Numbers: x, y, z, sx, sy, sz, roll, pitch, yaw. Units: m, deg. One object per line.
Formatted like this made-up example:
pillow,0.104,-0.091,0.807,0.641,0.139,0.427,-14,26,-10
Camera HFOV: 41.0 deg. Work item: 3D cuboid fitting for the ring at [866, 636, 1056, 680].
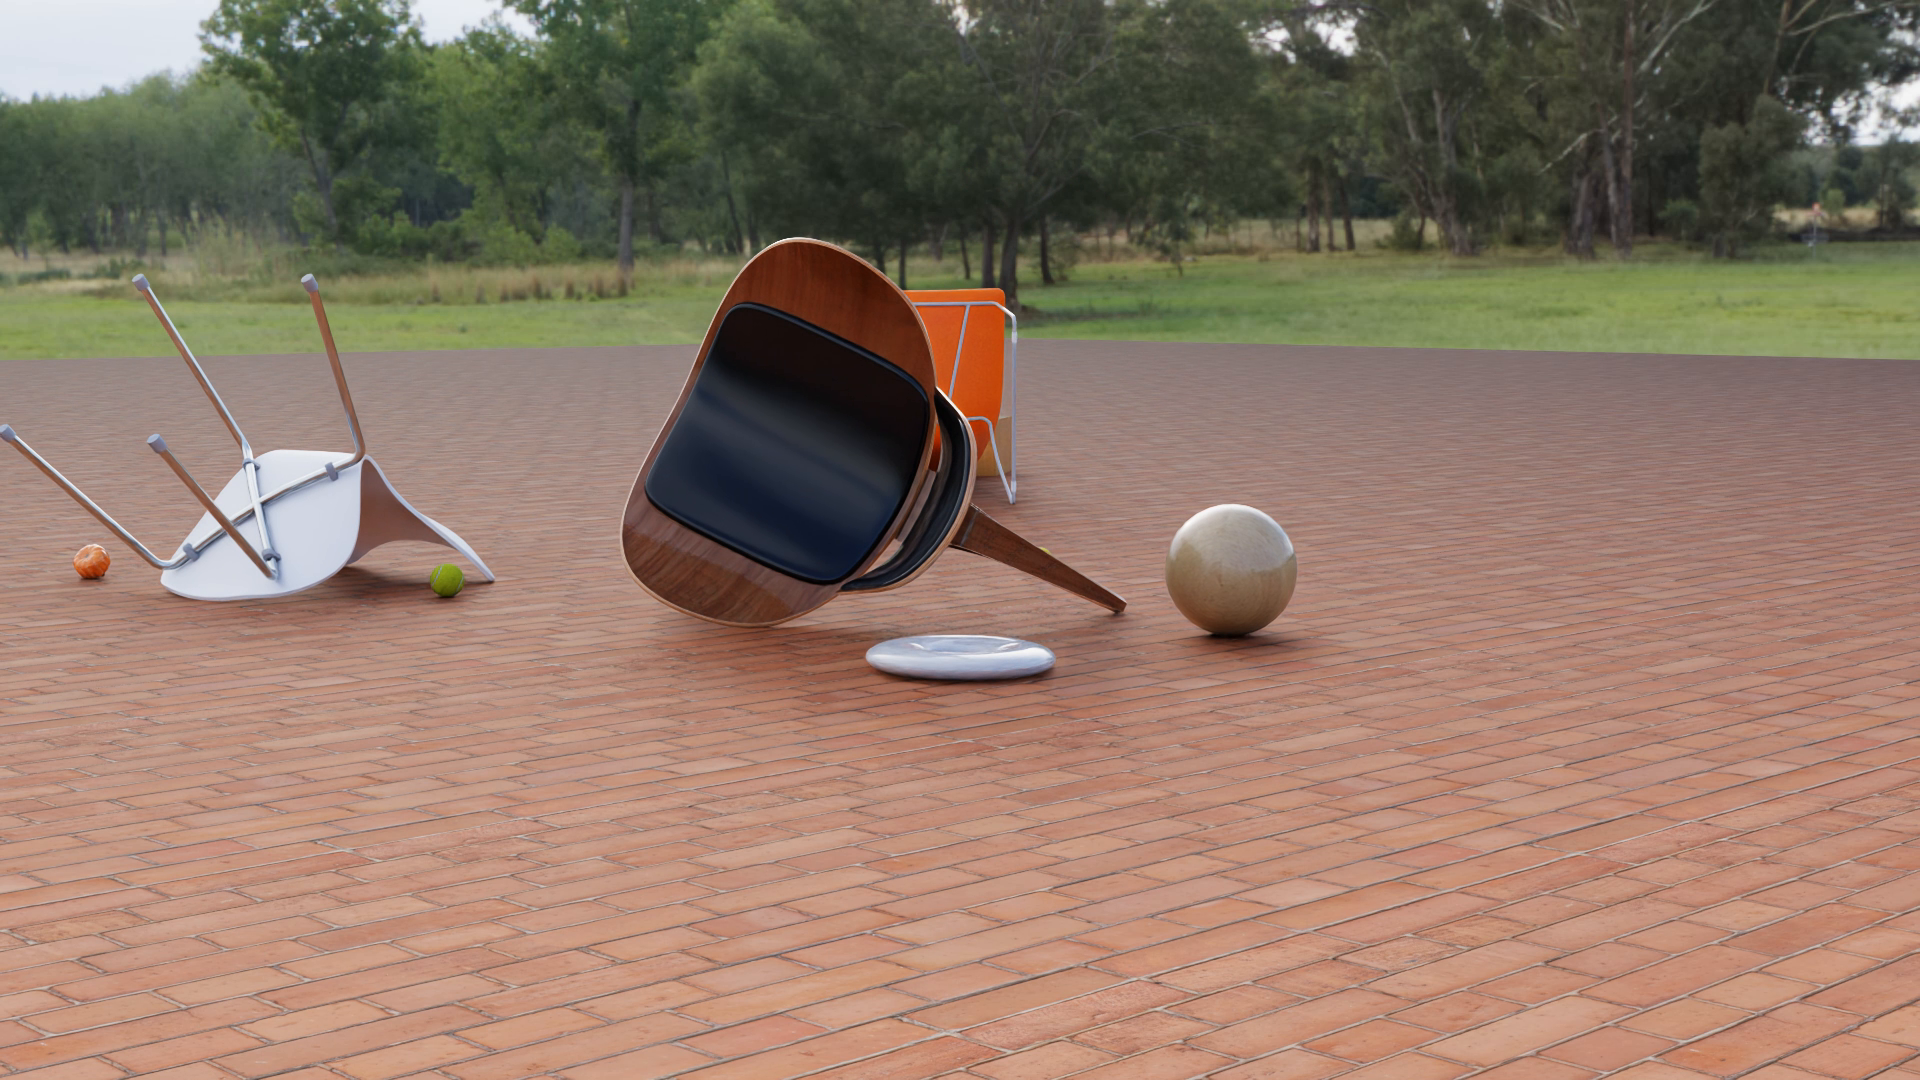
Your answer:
ring,0.001,0.196,4.293,0.322,0.045,0.315,5,7,38

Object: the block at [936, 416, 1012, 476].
block,0.048,-0.317,8.587,0.204,0.185,0.236,1,6,14

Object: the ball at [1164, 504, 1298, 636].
ball,0.496,0.055,4.698,0.242,0.242,0.242,0,6,0
